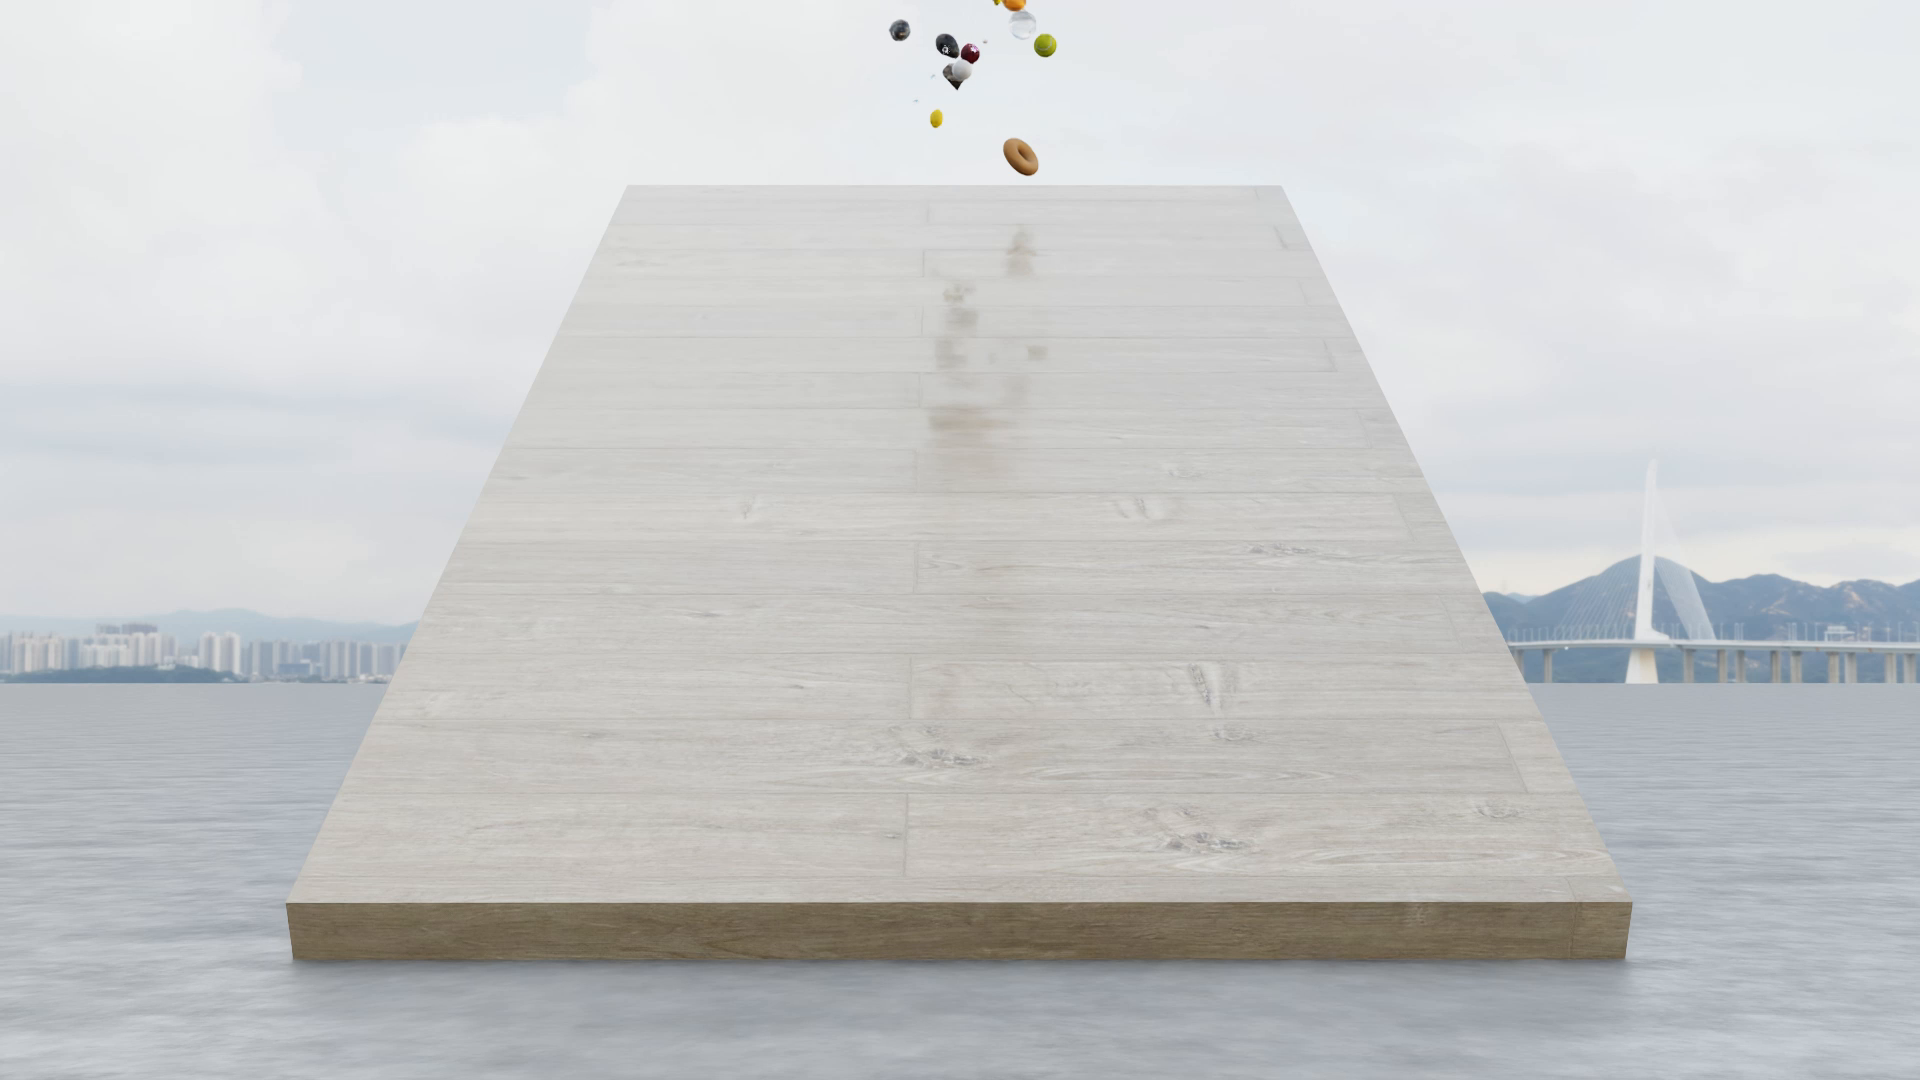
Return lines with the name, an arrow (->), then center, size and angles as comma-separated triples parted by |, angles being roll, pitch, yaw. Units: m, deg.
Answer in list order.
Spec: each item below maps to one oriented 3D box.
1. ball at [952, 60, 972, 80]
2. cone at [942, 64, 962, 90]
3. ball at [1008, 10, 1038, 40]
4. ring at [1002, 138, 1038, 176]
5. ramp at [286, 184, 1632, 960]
ball -> 0.006, -1.370, 6.778 | 0.060, 0.060, 0.060 | 0, -3, 0
cone -> -0.011, -1.376, 6.972 | 0.076, 0.076, 0.076 | 0, -36, 6
ball -> 0.187, -1.537, 6.933 | 0.086, 0.086, 0.086 | 0, -3, 0
ring -> 0.180, -1.135, 6.888 | 0.043, 0.130, 0.130 | -38, -26, 32
ramp -> -0.008, -0.228, 5.300 | 2.000, 0.100, 4.000 | 0, 24, 0
